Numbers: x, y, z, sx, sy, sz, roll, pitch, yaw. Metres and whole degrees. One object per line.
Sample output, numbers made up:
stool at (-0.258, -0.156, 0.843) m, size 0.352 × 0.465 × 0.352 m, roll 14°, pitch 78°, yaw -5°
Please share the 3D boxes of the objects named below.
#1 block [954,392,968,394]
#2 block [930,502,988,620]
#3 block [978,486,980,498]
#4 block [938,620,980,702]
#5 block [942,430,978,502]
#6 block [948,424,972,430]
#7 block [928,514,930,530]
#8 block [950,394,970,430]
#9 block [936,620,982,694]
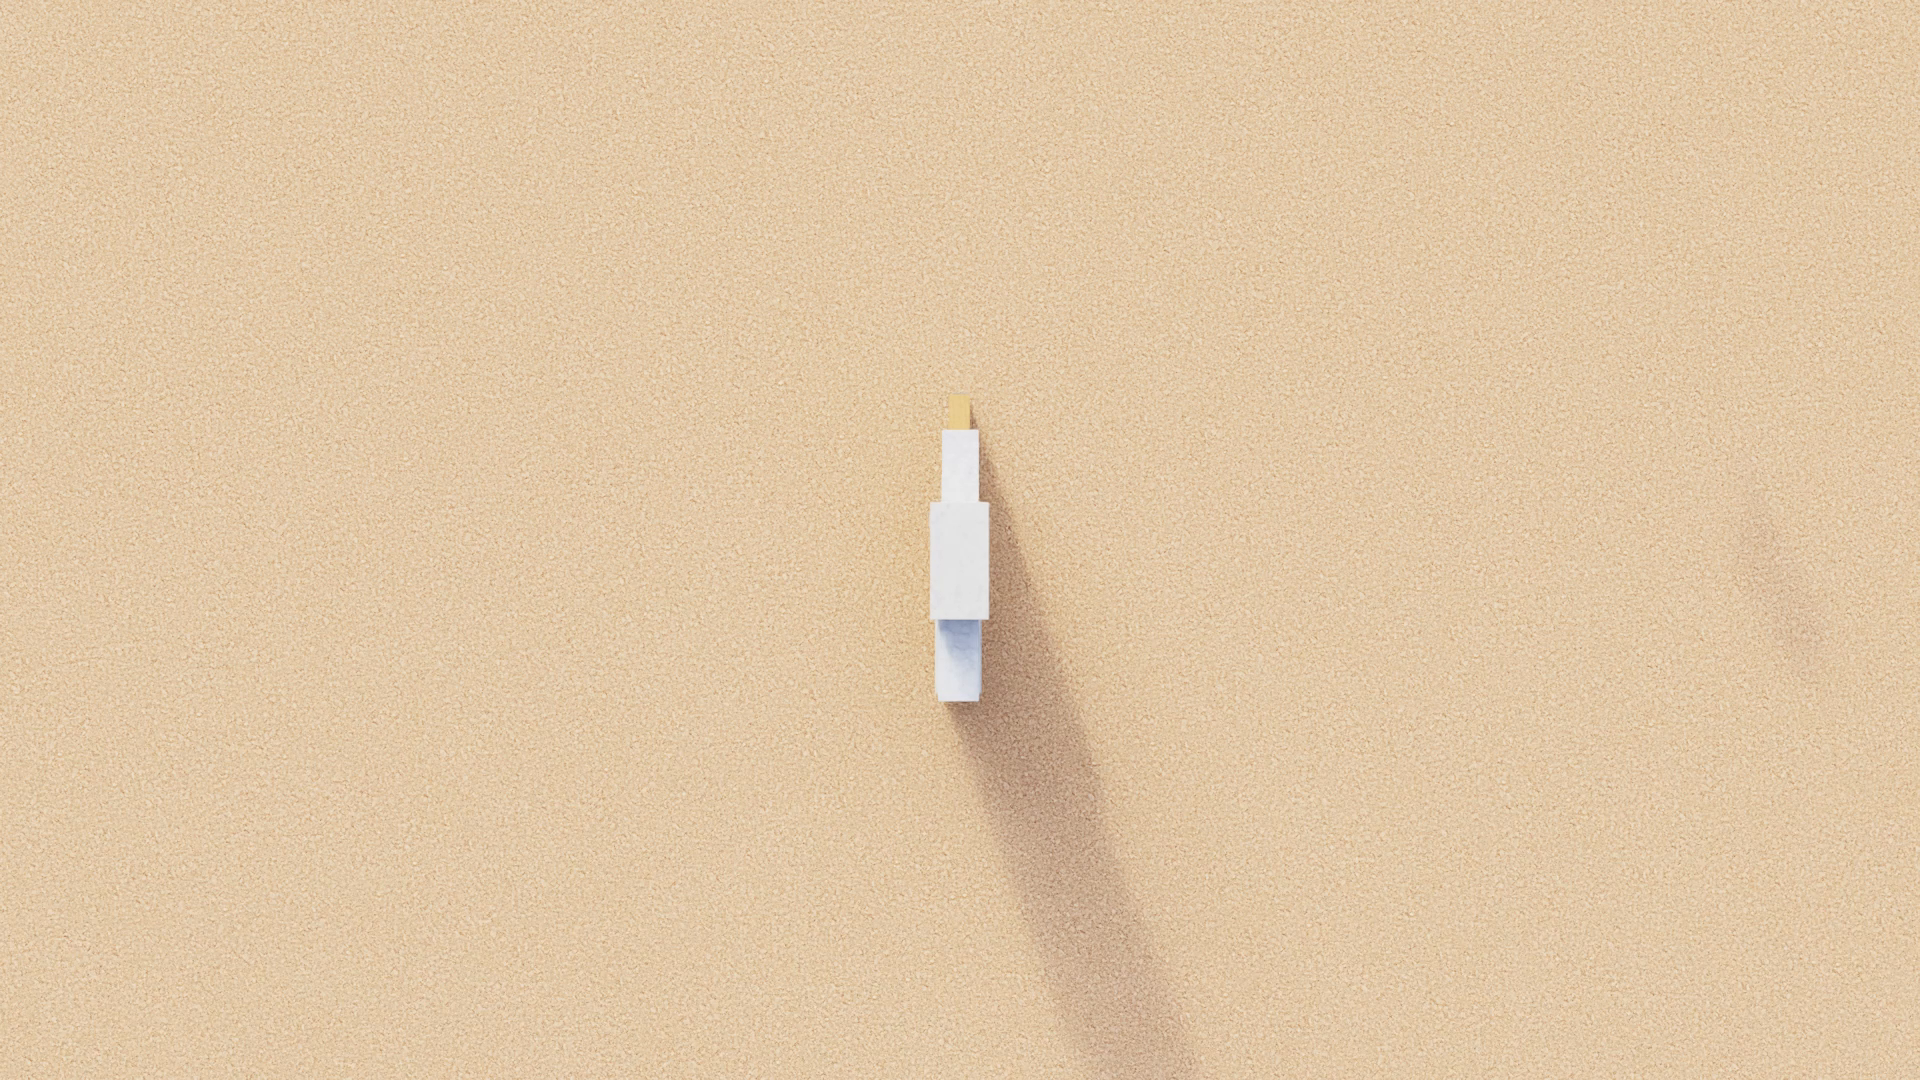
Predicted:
block at (0.004, -0.431, 5.392) m, size 0.050 × 0.014 × 0.101 m, roll 0°, pitch 90°, yaw 0°
block at (-0.001, 0.057, 4.575) m, size 0.162 × 0.046 × 0.323 m, roll 0°, pitch 90°, yaw 0°
block at (0.004, -0.144, 5.001) m, size 0.107 × 0.257 × 0.030 m, roll 0°, pitch 90°, yaw 0°
block at (-0.005, 0.340, 4.676) m, size 0.115 × 0.033 × 0.230 m, roll 0°, pitch 90°, yaw 0°
block at (0.001, -0.217, 4.857) m, size 0.107 × 0.030 × 0.214 m, roll 0°, pitch 90°, yaw 0°
block at (0.000, -0.294, 5.326) m, size 0.081 × 0.023 × 0.163 m, roll 0°, pitch 90°, yaw 0°
block at (-0.004, -0.046, 4.832) m, size 0.162 × 0.467 × 0.046 m, roll 0°, pitch 89°, yaw 1°
block at (-0.002, -0.391, 5.176) m, size 0.064 × 0.018 × 0.129 m, roll 0°, pitch 90°, yaw 0°
block at (-0.005, 0.336, 5.189) m, size 0.145 × 0.041 × 0.291 m, roll 0°, pitch 90°, yaw 0°
